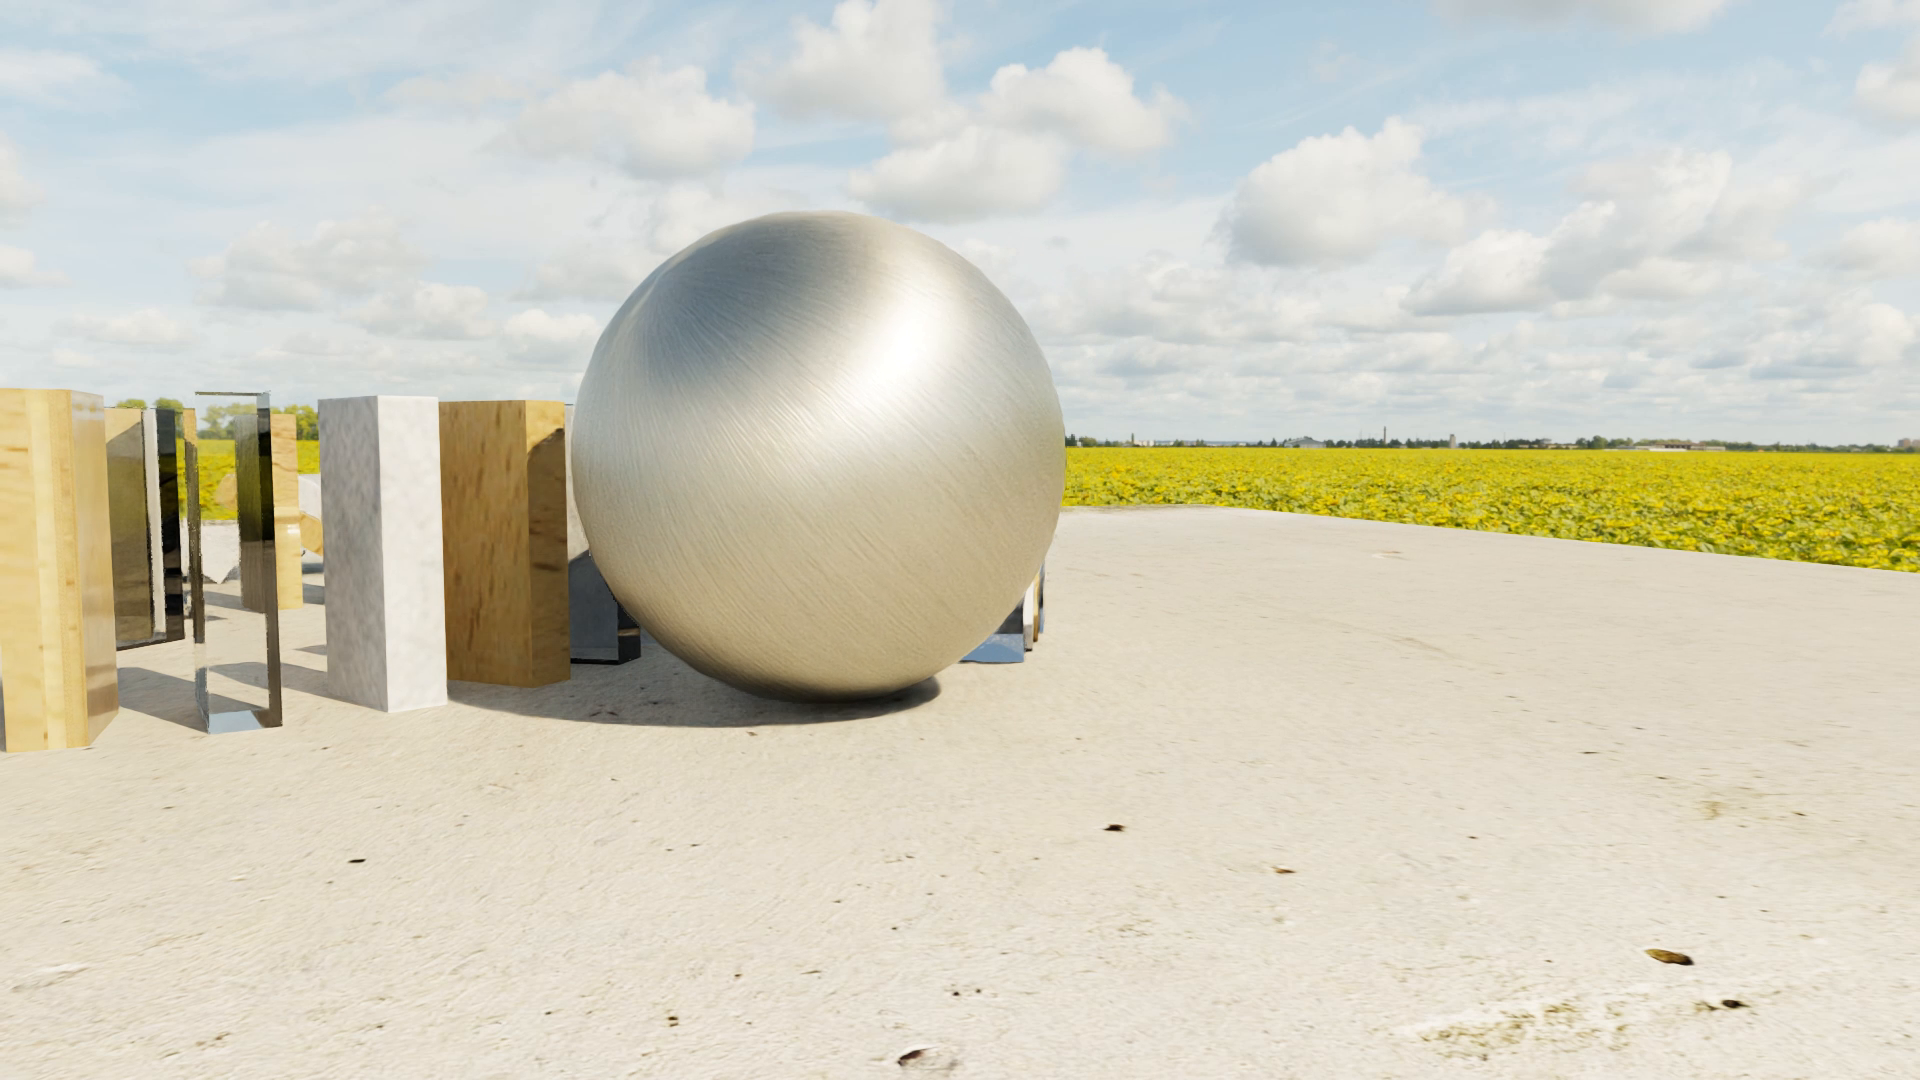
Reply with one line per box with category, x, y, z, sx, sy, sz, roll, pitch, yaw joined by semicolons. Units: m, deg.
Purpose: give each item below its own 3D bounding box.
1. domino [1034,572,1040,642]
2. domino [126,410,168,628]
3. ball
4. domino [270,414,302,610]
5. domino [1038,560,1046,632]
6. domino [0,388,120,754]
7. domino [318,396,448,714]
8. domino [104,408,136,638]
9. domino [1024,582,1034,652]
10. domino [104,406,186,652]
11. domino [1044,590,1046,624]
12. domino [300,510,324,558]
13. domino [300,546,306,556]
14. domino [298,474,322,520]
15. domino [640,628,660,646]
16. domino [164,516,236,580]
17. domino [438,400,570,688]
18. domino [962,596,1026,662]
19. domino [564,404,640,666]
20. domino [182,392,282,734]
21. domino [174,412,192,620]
domino;0.005;-0.001;0.290;0.025;0.050;0.010;0;-39;5
domino;-0.201;-0.005;0.299;0.025;0.050;0.010;0;4;-5
ball;-0.022;-0.013;0.211;0.080;0.080;0.080;0;4;0
domino;-0.182;-0.008;0.337;0.010;0.050;0.025;-4;6;-42
domino;0.008;-0.002;0.303;0.025;0.050;0.009;1;-39;5
domino;-0.132;0.003;0.188;0.010;0.050;0.025;-2;5;-25
domino;-0.096;0.002;0.213;0.025;0.050;0.010;4;6;44
domino;-0.195;-0.003;0.278;0.025;0.050;0.009;-2;5;-30
domino;0.004;0.000;0.277;0.025;0.050;0.010;0;-39;5
domino;-0.176;-0.002;0.267;0.009;0.050;0.025;1;4;13
domino;0.008;-0.002;0.316;0.025;0.050;0.010;0;-39;3
domino;-0.217;-0.006;0.423;0.050;0.009;0.025;30;-4;-15
domino;-0.236;-0.005;0.410;0.050;0.009;0.025;33;-11;-25
domino;-0.197;-0.006;0.430;0.050;0.009;0.025;29;-1;-10
domino;-0.074;-0.003;0.274;0.025;0.050;0.009;0;4;1
domino;-0.252;-0.005;0.395;0.050;0.010;0.025;39;-20;-34
domino;-0.084;0.000;0.231;0.025;0.050;0.010;2;5;25
domino;0.001;0.001;0.264;0.025;0.050;0.010;0;-39;5
domino;-0.077;-0.001;0.252;0.025;0.050;0.010;1;4;12
domino;-0.113;0.003;0.199;0.010;0.050;0.025;-3;5;-35
domino;-0.196;-0.006;0.320;0.025;0.050;0.010;2;5;29
